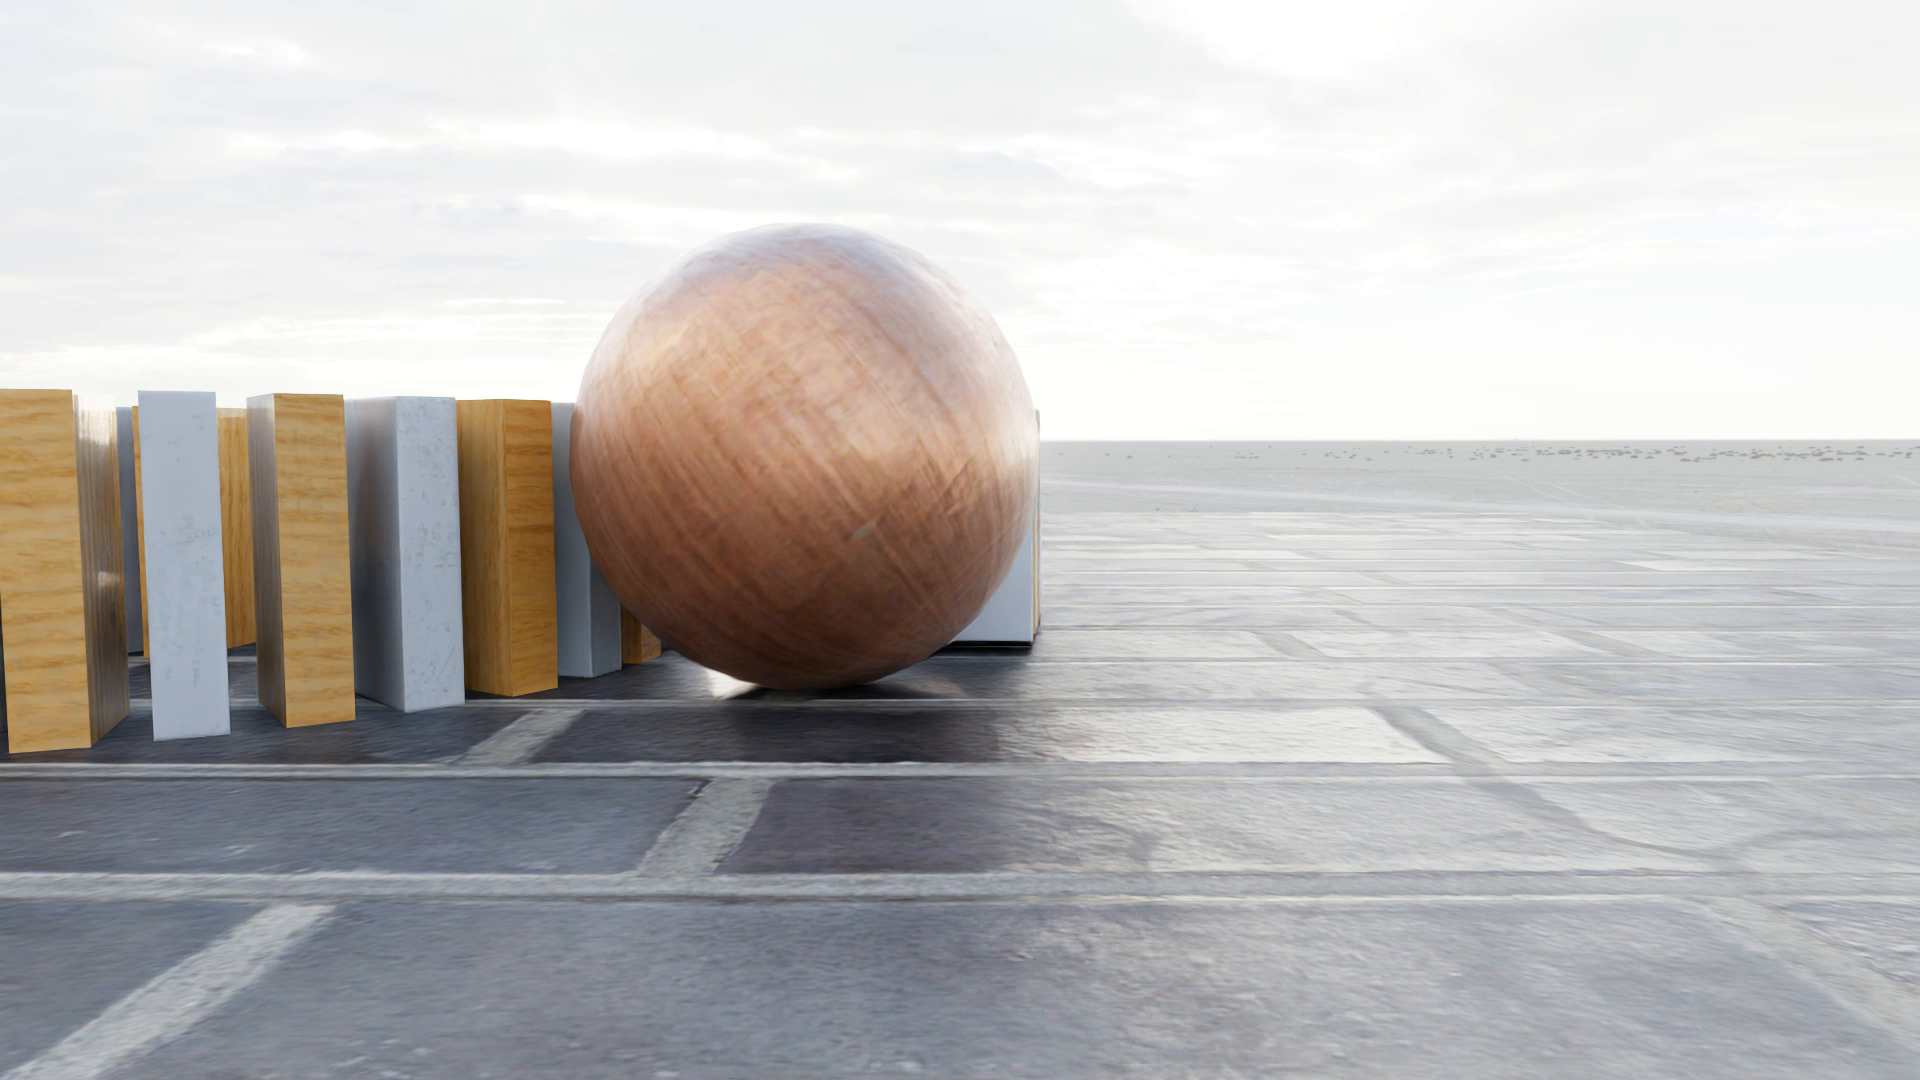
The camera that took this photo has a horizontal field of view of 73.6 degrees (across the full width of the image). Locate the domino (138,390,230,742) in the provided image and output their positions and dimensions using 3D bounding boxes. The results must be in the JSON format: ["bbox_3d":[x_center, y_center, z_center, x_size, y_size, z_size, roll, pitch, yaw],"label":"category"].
[{"bbox_3d":[-0.117,0.003,0.195,0.010,0.050,0.025,-2,5,-30],"label":"domino"}]

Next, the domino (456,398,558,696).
[{"bbox_3d":[-0.083,0.001,0.225,0.025,0.050,0.010,3,5,32],"label":"domino"}]

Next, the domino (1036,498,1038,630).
[{"bbox_3d":[0.005,-0.005,0.290,0.025,0.050,0.010,0,-12,1],"label":"domino"}]

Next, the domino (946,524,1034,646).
[{"bbox_3d":[0.003,-0.003,0.270,0.025,0.050,0.009,0,-12,1],"label":"domino"}]

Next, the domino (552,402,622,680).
[{"bbox_3d":[-0.077,0.000,0.239,0.025,0.050,0.009,1,5,19],"label":"domino"}]

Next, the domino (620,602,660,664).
[{"bbox_3d":[-0.073,-0.001,0.254,0.025,0.050,0.010,1,4,9],"label":"domino"}]

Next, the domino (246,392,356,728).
[{"bbox_3d":[-0.105,0.002,0.203,0.009,0.050,0.025,-3,5,-37],"label":"domino"}]

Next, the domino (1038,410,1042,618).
[{"bbox_3d":[0.007,-0.006,0.309,0.025,0.050,0.010,0,-12,1],"label":"domino"}]

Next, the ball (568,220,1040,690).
[{"bbox_3d":[-0.026,-0.014,0.222,0.080,0.080,0.080,0,4,0],"label":"ball"}]

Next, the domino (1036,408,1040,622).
[{"bbox_3d":[0.006,-0.005,0.300,0.025,0.050,0.010,0,-12,1],"label":"domino"}]

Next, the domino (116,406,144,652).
[{"bbox_3d":[-0.172,-0.002,0.267,0.010,0.050,0.025,2,5,23],"label":"domino"}]

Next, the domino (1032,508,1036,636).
[{"bbox_3d":[0.004,-0.004,0.280,0.025,0.050,0.010,0,-12,1],"label":"domino"}]

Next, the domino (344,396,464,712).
[{"bbox_3d":[-0.093,0.002,0.213,0.025,0.050,0.009,4,6,45],"label":"domino"}]

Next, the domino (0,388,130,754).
[{"bbox_3d":[-0.131,0.003,0.188,0.009,0.050,0.025,-2,5,-22],"label":"domino"}]

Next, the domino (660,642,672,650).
[{"bbox_3d":[-0.072,-0.003,0.269,0.025,0.050,0.009,0,4,1],"label":"domino"}]

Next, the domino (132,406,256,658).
[{"bbox_3d":[-0.157,-0.002,0.266,0.009,0.050,0.025,0,4,4],"label":"domino"}]

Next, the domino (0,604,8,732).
[{"bbox_3d":[-0.146,0.004,0.184,0.009,0.050,0.025,-1,4,-11],"label":"domino"}]
